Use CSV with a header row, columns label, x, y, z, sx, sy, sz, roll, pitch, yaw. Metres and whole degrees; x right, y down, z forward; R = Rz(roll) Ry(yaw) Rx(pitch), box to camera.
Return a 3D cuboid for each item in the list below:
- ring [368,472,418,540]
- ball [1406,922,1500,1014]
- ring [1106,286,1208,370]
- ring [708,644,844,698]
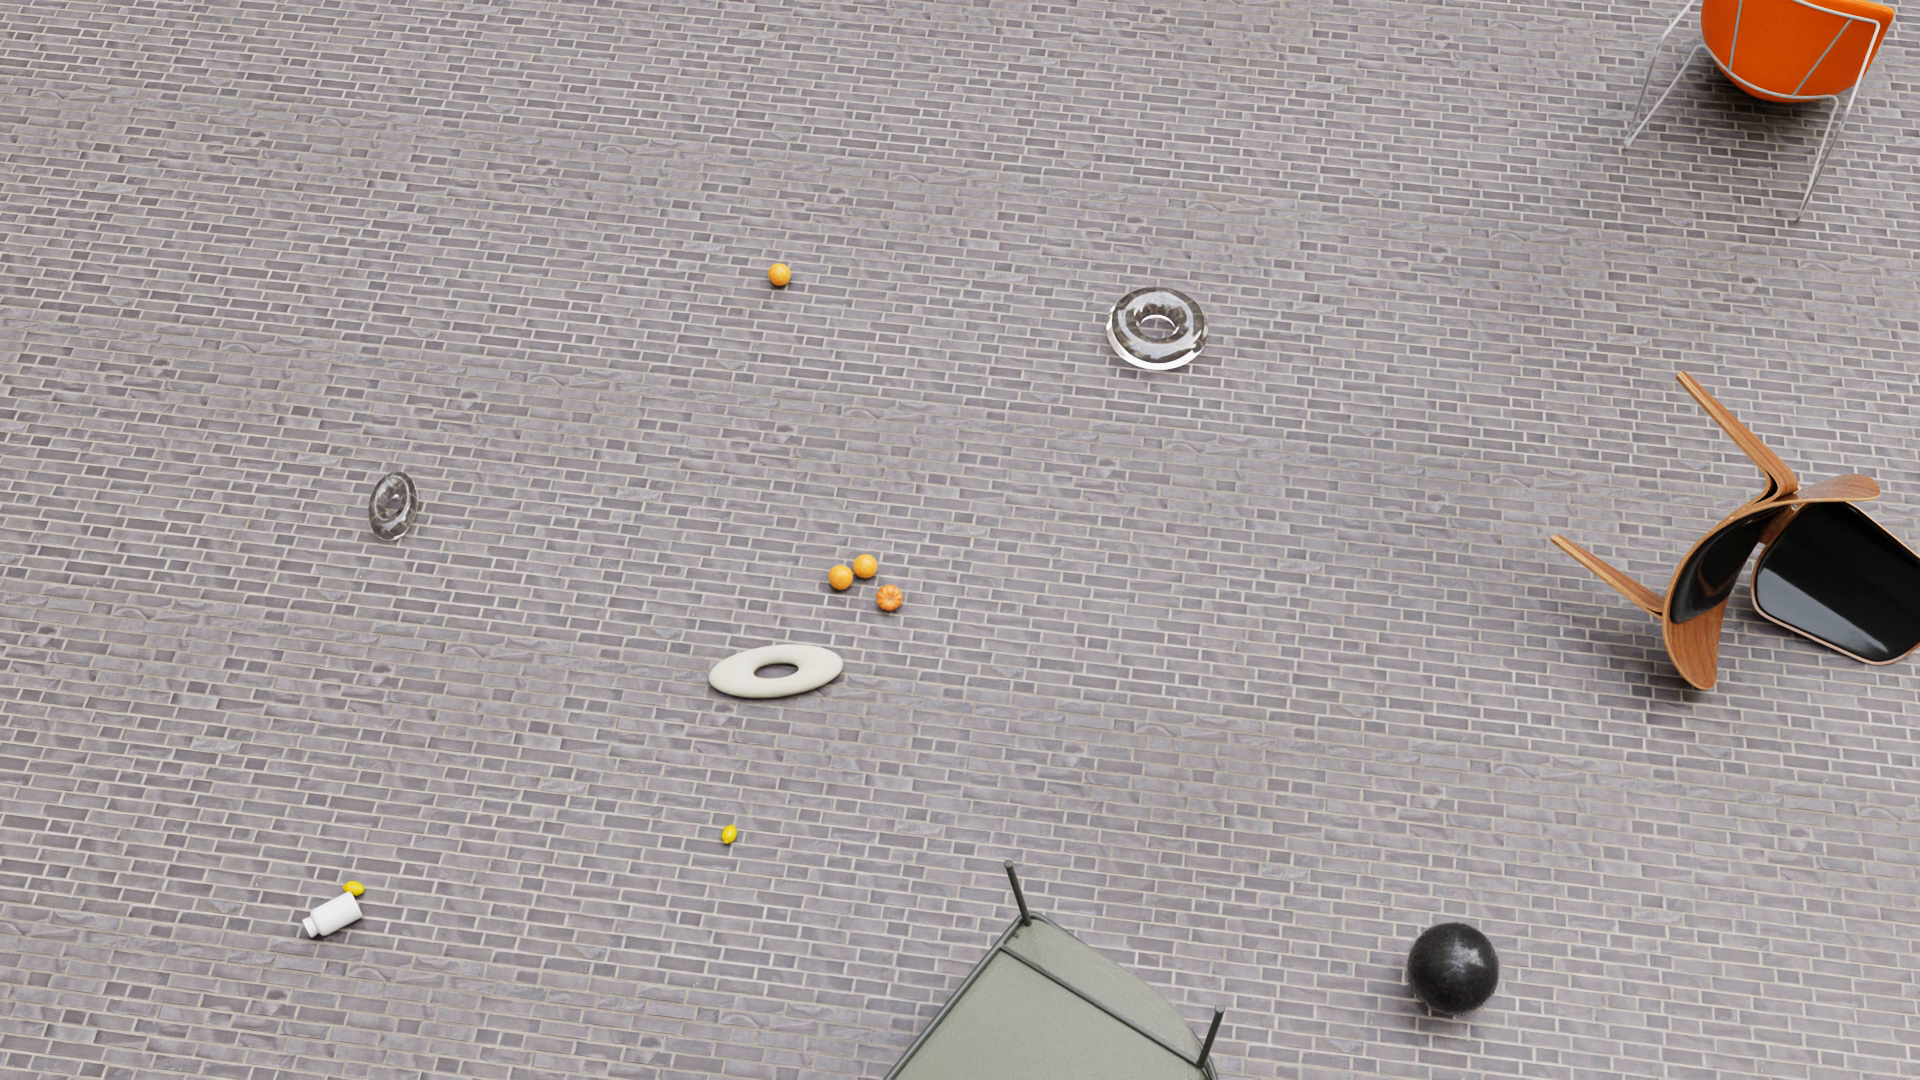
label,x,y,z,sx,sy,sz,roll,pitch,yaw
ring,-1.702,-0.103,6.602,0.146,0.069,0.239,-1,57,2
ball,1.277,1.108,5.688,0.236,0.236,0.236,0,56,0
ring,0.626,-0.673,6.976,0.328,0.084,0.324,-26,59,-17
ring,-0.526,0.375,6.294,0.387,0.048,0.168,-6,55,-4
